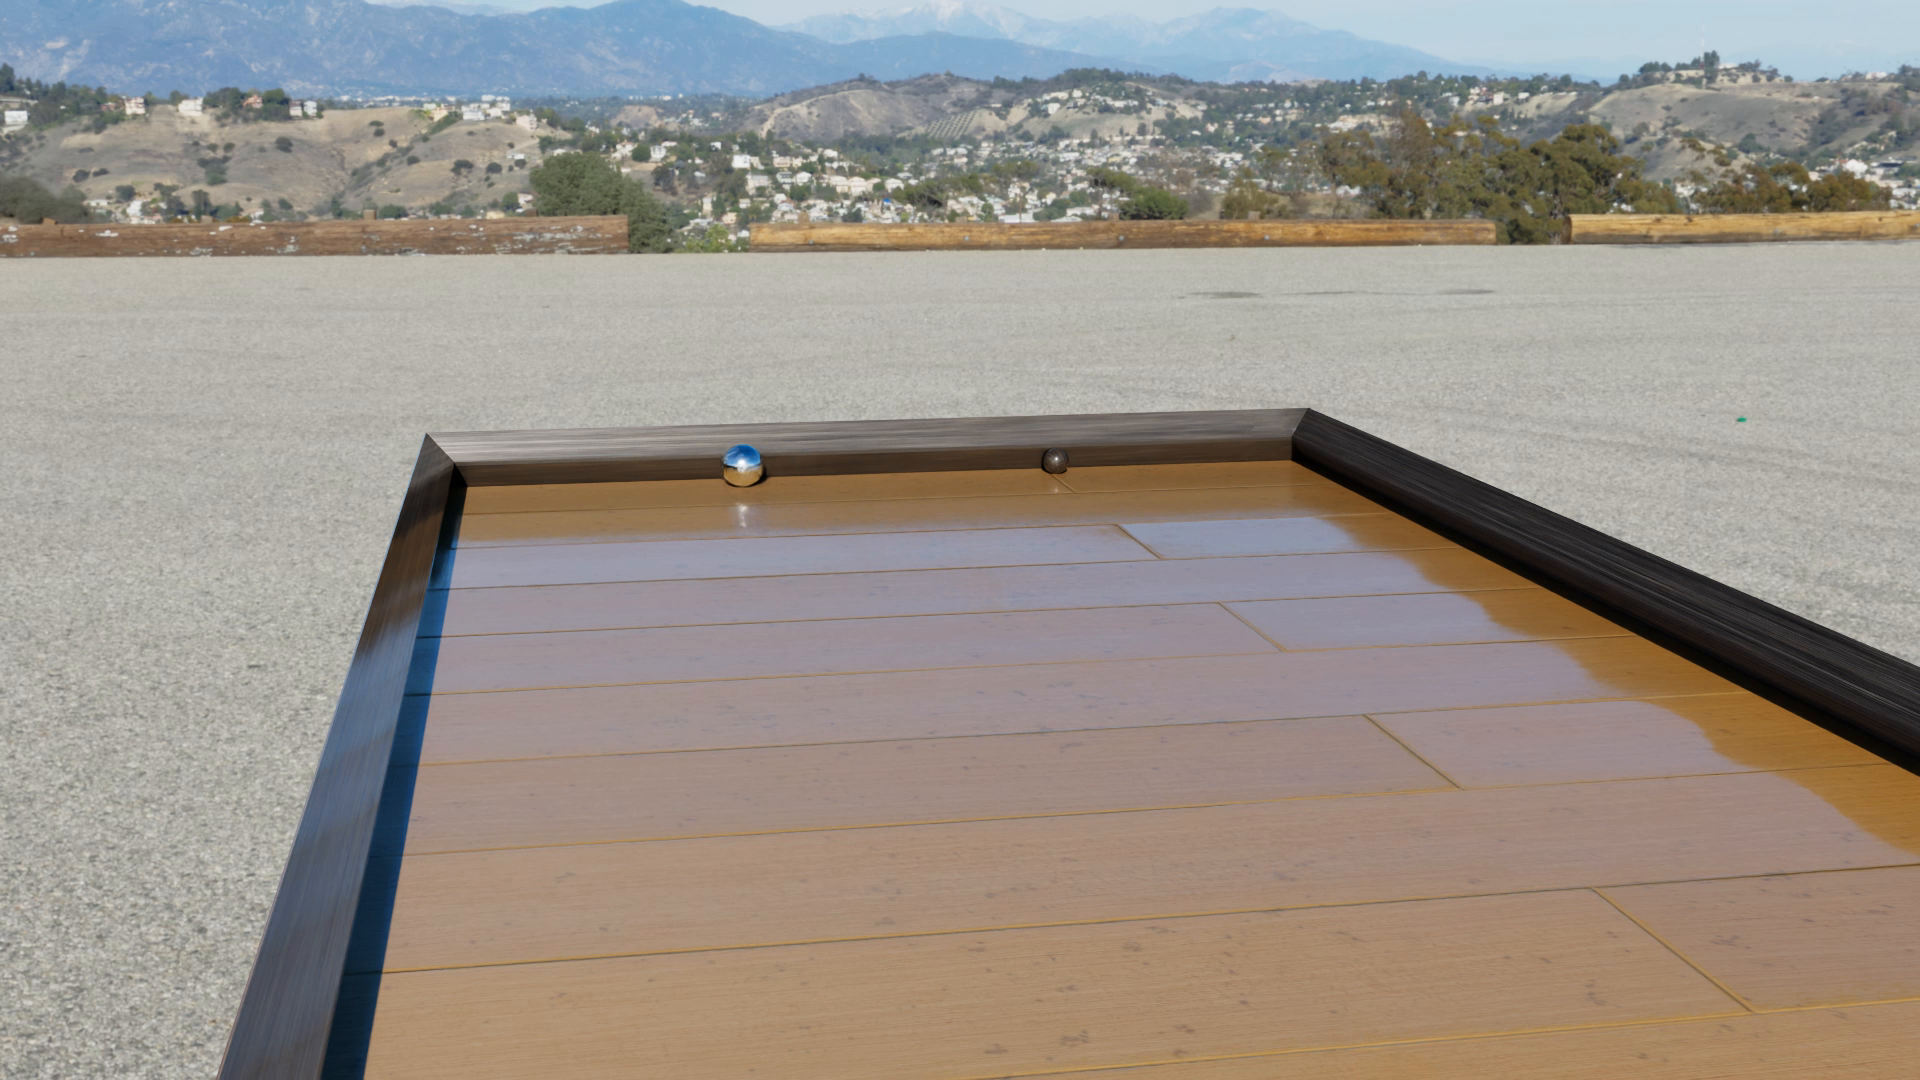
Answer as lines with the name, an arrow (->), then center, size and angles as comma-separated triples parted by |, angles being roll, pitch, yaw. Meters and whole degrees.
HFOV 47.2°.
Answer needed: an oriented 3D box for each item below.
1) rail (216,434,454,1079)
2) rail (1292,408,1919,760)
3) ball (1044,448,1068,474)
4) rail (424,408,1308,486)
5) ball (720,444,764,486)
rail -> -0.570, 0.147, 2.167 | 0.045, 0.088, 2.732 | -2, 12, -10
rail -> 0.821, 0.094, 2.423 | 0.045, 0.088, 2.732 | -2, 12, -10
ball -> 0.158, -0.130, 3.611 | 0.042, 0.042, 0.042 | 0, 12, 0
rail -> -0.122, -0.149, 3.587 | 1.463, 0.088, 0.045 | -2, 12, -10
ball -> -0.346, -0.118, 3.493 | 0.068, 0.068, 0.068 | 0, 12, 0
